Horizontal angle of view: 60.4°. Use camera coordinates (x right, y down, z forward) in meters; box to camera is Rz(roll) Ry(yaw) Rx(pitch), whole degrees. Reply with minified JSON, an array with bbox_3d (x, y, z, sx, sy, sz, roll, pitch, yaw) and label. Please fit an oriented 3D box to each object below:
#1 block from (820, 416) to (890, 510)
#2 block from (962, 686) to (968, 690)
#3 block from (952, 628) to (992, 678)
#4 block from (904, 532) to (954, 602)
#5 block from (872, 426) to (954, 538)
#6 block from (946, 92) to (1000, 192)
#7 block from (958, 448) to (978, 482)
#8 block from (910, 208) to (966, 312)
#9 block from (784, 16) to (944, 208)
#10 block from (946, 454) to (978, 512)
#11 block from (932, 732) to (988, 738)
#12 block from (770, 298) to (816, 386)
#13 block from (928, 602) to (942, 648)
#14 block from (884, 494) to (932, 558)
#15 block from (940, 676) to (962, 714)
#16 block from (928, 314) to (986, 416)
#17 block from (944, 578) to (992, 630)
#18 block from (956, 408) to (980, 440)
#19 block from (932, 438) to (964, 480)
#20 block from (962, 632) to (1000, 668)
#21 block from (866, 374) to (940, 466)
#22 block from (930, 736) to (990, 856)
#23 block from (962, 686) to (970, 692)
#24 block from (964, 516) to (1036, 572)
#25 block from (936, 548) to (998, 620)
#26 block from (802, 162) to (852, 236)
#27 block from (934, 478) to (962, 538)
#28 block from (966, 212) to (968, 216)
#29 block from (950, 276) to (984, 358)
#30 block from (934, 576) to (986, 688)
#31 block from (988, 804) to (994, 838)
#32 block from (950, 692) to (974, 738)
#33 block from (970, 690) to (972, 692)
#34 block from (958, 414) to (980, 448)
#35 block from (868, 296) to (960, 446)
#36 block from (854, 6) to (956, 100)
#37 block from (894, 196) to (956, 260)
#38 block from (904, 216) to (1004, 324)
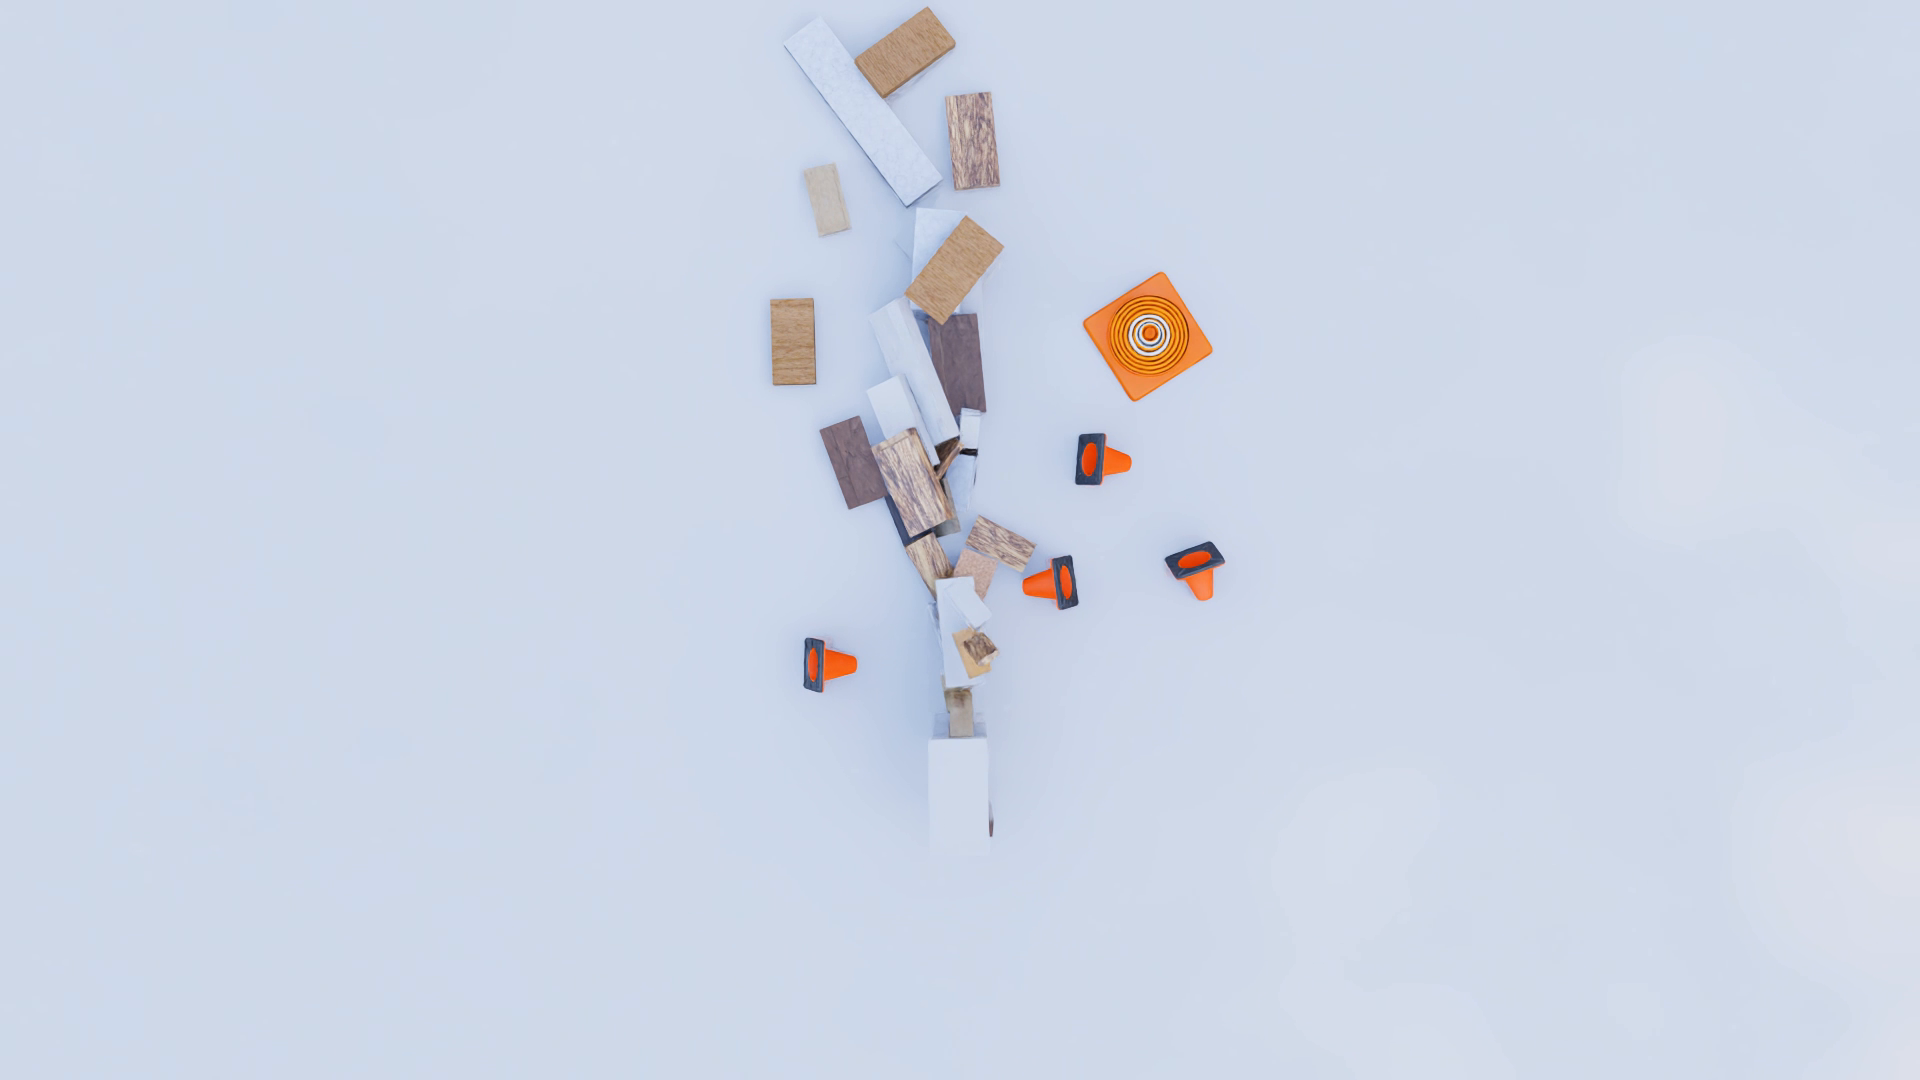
[{"bbox_3d":[-0.352,-0.257,5.480,0.141,0.040,0.283,-20,90,0],"label":"block"},{"bbox_3d":[-0.003,0.435,5.468,0.063,0.018,0.125,-1,68,0],"label":"block"},{"bbox_3d":[0.038,0.363,5.331,0.078,0.022,0.157,-21,82,-6],"label":"block"},{"bbox_3d":[-0.085,0.090,5.465,0.108,0.030,0.215,-30,101,0],"label":"block"},{"bbox_3d":[-0.156,-0.189,5.408,0.162,0.046,0.323,-25,87,31],"label":"block"},{"bbox_3d":[0.042,-1.324,5.478,0.153,0.043,0.306,-6,90,0],"label":"block"},{"bbox_3d":[0.024,-0.249,5.491,0.062,0.018,0.124,5,90,0],"label":"block"},{"bbox_3d":[-0.072,-0.912,5.381,0.162,0.046,0.325,4,99,-1],"label":"block"},{"bbox_3d":[-0.321,-1.420,5.478,0.153,0.043,0.677,-37,90,0],"label":"block"},{"bbox_3d":[-0.002,-0.191,5.464,0.092,0.026,0.184,10,94,22],"label":"block"},{"bbox_3d":[0.000,0.672,5.320,0.180,0.359,0.051,-1,91,0],"label":"block"},{"bbox_3d":[-0.554,-0.658,5.480,0.141,0.040,0.283,-2,90,0],"label":"block"},{"bbox_3d":[-0.009,0.314,5.435,0.125,0.035,0.250,-15,73,-12],"label":"block"},{"bbox_3d":[-0.162,-0.062,5.485,0.108,0.030,0.215,-22,90,0],"label":"block"},{"bbox_3d":[-0.022,0.503,5.418,0.063,0.018,0.125,-10,65,-4],"label":"block"},{"bbox_3d":[-0.009,-0.576,5.435,0.162,0.046,0.325,-6,99,1],"label":"block"},{"bbox_3d":[0.027,0.207,5.344,0.078,0.022,0.157,-35,82,-25],"label":"block"},{"bbox_3d":[0.025,-0.376,5.453,0.062,0.018,0.124,8,126,-7],"label":"block"},{"bbox_3d":[-0.071,-0.260,5.456,0.026,0.092,0.185,36,90,-39],"label":"block"},{"bbox_3d":[0.066,0.347,5.251,0.078,0.157,0.022,-29,116,-7],"label":"block"},{"bbox_3d":[-0.188,-0.374,5.443,0.141,0.040,0.318,-22,90,35],"label":"block"},{"bbox_3d":[-0.003,0.794,5.115,0.180,0.051,0.359,-1,90,0],"label":"block"},{"bbox_3d":[0.000,0.509,5.452,0.063,0.018,0.125,-1,49,0],"label":"block"},{"bbox_3d":[0.135,0.013,5.485,0.215,0.030,0.108,27,90,0],"label":"block"},{"bbox_3d":[0.024,0.165,5.430,0.125,0.035,0.250,21,80,1],"label":"block"},{"bbox_3d":[-0.441,-1.131,5.484,0.112,0.032,0.223,-14,90,0],"label":"block"},{"bbox_3d":[-0.061,-0.106,5.459,0.092,0.026,0.184,-16,88,37],"label":"block"},{"bbox_3d":[-0.024,-0.966,5.455,0.112,0.032,0.223,-3,106,0],"label":"block"},{"bbox_3d":[-0.006,-0.763,5.452,0.162,0.046,0.325,-3,99,0],"label":"block"},{"bbox_3d":[-0.001,0.300,5.370,0.125,0.035,0.353,-6,81,-4],"label":"block"},{"bbox_3d":[0.014,0.897,5.320,0.180,0.359,0.051,4,89,0],"label":"block"},{"bbox_3d":[0.005,0.570,5.363,0.075,0.021,0.150,-1,64,0],"label":"block"},{"bbox_3d":[0.004,0.560,5.437,0.075,0.150,0.021,-1,133,0],"label":"block"},{"bbox_3d":[0.031,-0.359,5.444,0.062,0.018,0.124,3,126,-3],"label":"block"},{"bbox_3d":[-0.151,-0.543,5.423,0.046,0.162,0.483,-21,90,-40],"label":"block"},{"bbox_3d":[-0.181,-1.612,5.456,0.306,0.043,0.153,-38,90,-8],"label":"block"},{"bbox_3d":[-0.100,-1.029,5.484,0.223,0.032,0.112,-40,90,0],"label":"block"},{"bbox_3d":[-0.019,-0.873,5.341,0.162,0.046,0.323,38,97,-6],"label":"block"}]
